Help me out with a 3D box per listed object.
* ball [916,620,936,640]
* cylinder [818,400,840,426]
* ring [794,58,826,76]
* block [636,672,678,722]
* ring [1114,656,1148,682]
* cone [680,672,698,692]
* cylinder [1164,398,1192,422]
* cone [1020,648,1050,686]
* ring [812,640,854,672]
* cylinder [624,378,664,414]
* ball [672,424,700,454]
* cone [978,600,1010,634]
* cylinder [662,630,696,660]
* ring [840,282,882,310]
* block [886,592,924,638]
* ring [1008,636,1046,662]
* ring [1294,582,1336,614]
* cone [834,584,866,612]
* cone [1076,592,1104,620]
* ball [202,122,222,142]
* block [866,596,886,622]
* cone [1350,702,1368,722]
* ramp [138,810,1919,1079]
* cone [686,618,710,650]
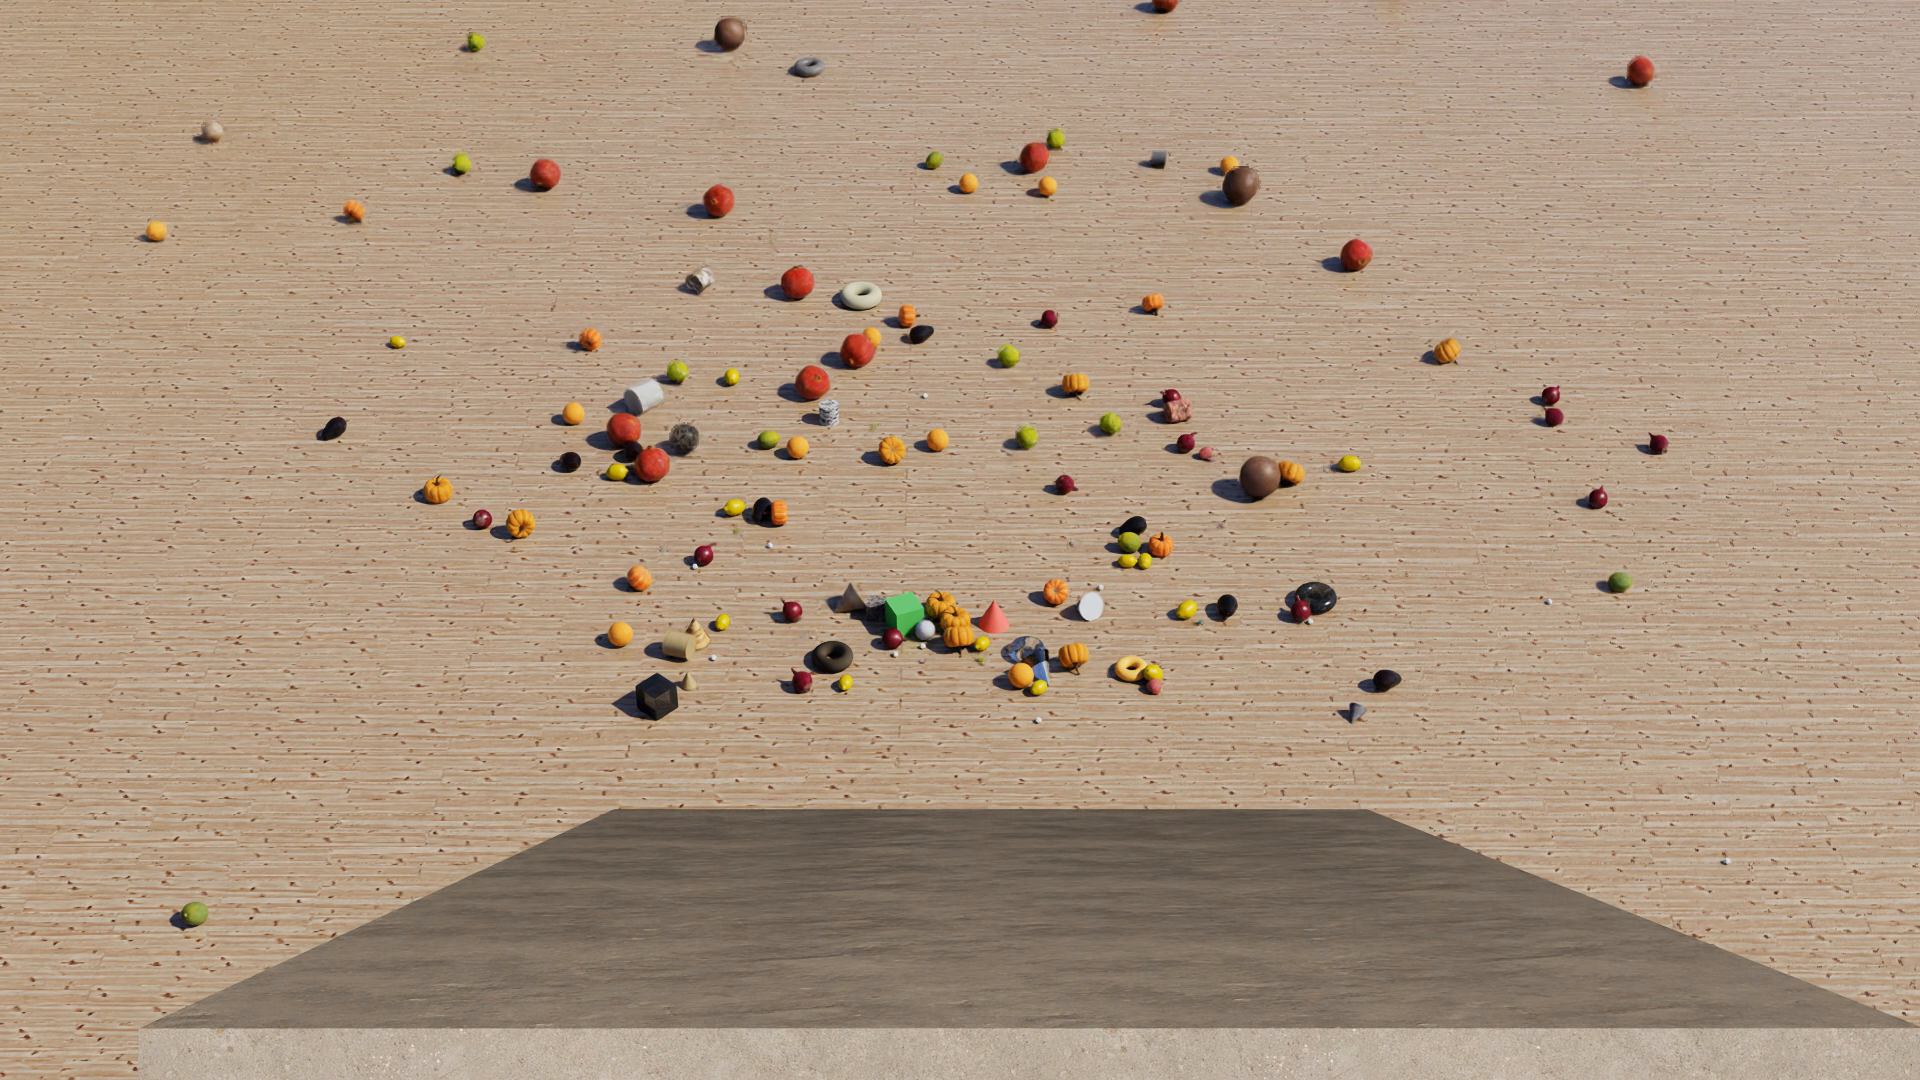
[{"bbox_3d":[-0.101,0.263,7.598,0.059,0.059,0.059,0,37,0],"label":"ball"},{"bbox_3d":[-0.428,-0.416,8.506,0.065,0.065,0.065,0,37,0],"label":"cylinder"},{"bbox_3d":[-0.610,-1.918,10.549,0.126,0.042,0.126,0,35,0],"label":"ring"},{"bbox_3d":[-0.855,0.442,7.337,0.082,0.082,0.082,29,46,33],"label":"block"},{"bbox_3d":[0.493,0.370,7.476,0.096,0.032,0.096,-1,37,1],"label":"ring"},{"bbox_3d":[-0.776,0.395,7.426,0.052,0.052,0.052,0,37,0],"label":"cone"},{"bbox_3d":[0.713,-0.424,8.514,0.070,0.070,0.070,-12,38,-16],"label":"cylinder"},{"bbox_3d":[0.235,0.379,7.454,0.097,0.097,0.097,-19,67,-23],"label":"cone"},{"bbox_3d":[-0.368,0.337,7.514,0.121,0.040,0.121,0,38,0],"label":"ring"},{"bbox_3d":[-1.040,-0.471,8.558,0.091,0.091,0.091,30,46,34],"label":"cylinder"},{"bbox_3d":[-0.882,-0.326,8.362,0.093,0.093,0.093,0,37,0],"label":"ball"},{"bbox_3d":[0.100,0.211,7.640,0.091,0.091,0.091,0,37,0],"label":"cone"},{"bbox_3d":[-0.813,0.302,7.531,0.074,0.074,0.074,12,38,16],"label":"cylinder"},{"bbox_3d":[-0.346,-0.857,9.115,0.146,0.049,0.146,1,36,-1],"label":"ring"},{"bbox_3d":[-0.162,0.220,7.631,0.087,0.087,0.087,-15,39,-20],"label":"block"},{"bbox_3d":[0.194,0.318,7.543,0.108,0.036,0.108,-1,35,1],"label":"ring"},{"bbox_3d":[1.058,0.171,7.735,0.127,0.042,0.127,0,38,0],"label":"ring"},{"bbox_3d":[-0.338,0.190,7.710,0.094,0.094,0.094,-35,42,-1],"label":"cone"},{"bbox_3d":[0.367,0.193,7.710,0.085,0.085,0.085,-22,15,-27],"label":"cone"},{"bbox_3d":[-2.892,-1.580,10.063,0.078,0.078,0.078,0,37,0],"label":"ball"},{"bbox_3d":[-0.246,0.203,7.681,0.056,0.056,0.056,3,37,4],"label":"block"},{"bbox_3d":[1.110,0.495,7.314,0.055,0.055,0.055,18,67,23],"label":"cone"},{"bbox_3d":[0.081,0.681,4.908,2.000,0.100,4.000,0,-2,0],"label":"ramp"},{"bbox_3d":[-0.773,0.260,7.576,0.090,0.090,0.090,0,37,0],"label":"cone"}]
